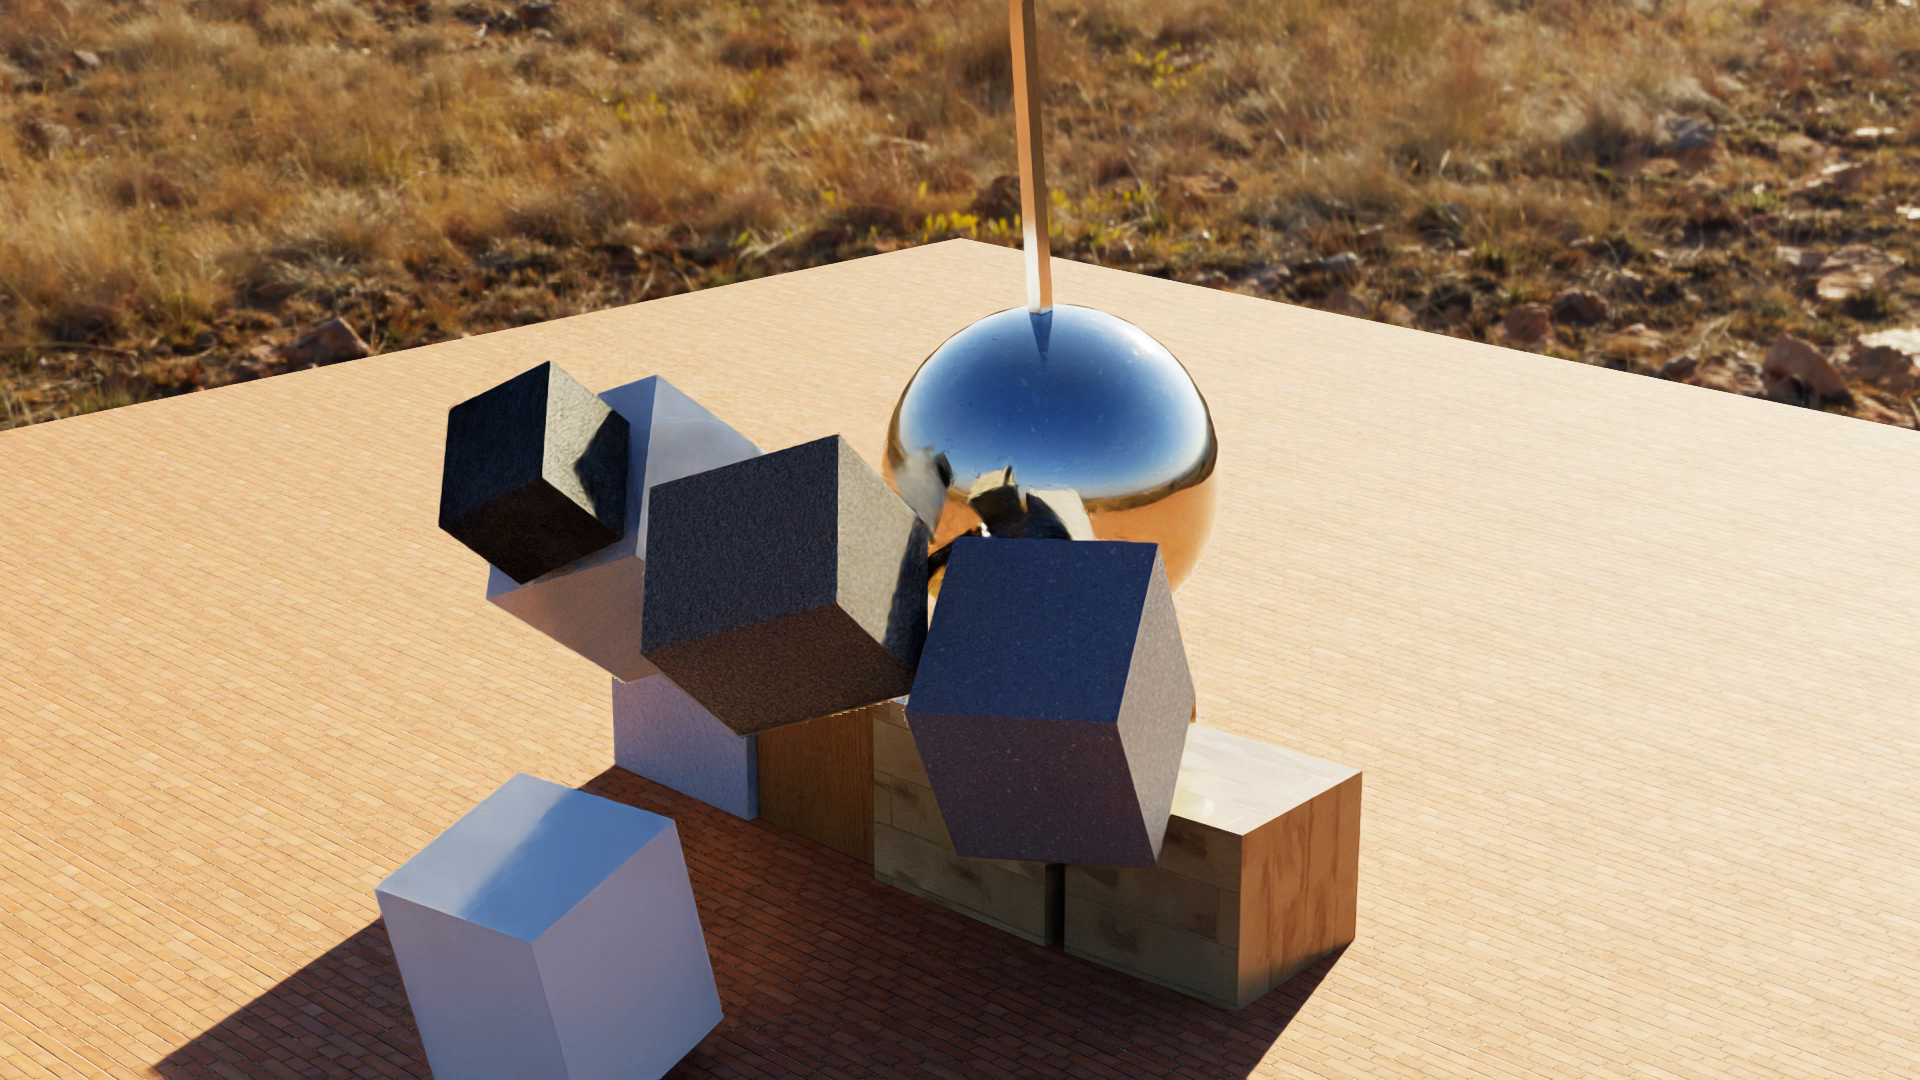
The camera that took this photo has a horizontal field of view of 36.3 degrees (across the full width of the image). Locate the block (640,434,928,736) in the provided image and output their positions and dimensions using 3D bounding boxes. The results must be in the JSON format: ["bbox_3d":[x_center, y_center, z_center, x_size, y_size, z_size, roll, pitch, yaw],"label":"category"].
[{"bbox_3d":[-0.696,0.195,11.869,0.873,0.781,0.777,-15,56,22],"label":"block"}]

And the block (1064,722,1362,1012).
[{"bbox_3d":[1.089,1.384,12.623,0.900,0.790,0.913,14,22,37],"label":"block"}]

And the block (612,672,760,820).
[{"bbox_3d":[-1.009,0.557,14.579,1.040,1.195,1.022,-17,24,-42],"label":"block"}]

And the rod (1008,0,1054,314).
[{"bbox_3d":[0.185,-3.460,12.448,0.080,5.200,0.080,17,30,42],"label":"rod"}]

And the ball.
[{"bbox_3d":[0.427,-0.305,13.693,1.600,1.600,1.600,0,17,0],"label":"ball"}]

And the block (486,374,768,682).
[{"bbox_3d":[-1.467,-0.036,13.506,0.878,0.919,0.987,-15,-33,31],"label":"block"}]

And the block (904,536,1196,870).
[{"bbox_3d":[0.393,0.664,11.987,0.856,0.985,0.911,2,50,17],"label":"block"}]

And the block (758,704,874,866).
[{"bbox_3d":[-0.335,0.952,13.980,0.898,0.801,0.886,-17,24,-42],"label":"block"}]

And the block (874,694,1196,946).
[{"bbox_3d":[0.335,1.119,13.281,1.043,0.901,1.006,16,23,41],"label":"block"}]

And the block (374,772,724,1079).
[{"bbox_3d":[-1.571,1.602,11.326,0.816,0.972,0.817,12,36,34],"label":"block"}]

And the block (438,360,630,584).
[{"bbox_3d":[-1.861,-0.293,12.860,0.584,0.542,0.645,-23,49,26],"label":"block"}]
